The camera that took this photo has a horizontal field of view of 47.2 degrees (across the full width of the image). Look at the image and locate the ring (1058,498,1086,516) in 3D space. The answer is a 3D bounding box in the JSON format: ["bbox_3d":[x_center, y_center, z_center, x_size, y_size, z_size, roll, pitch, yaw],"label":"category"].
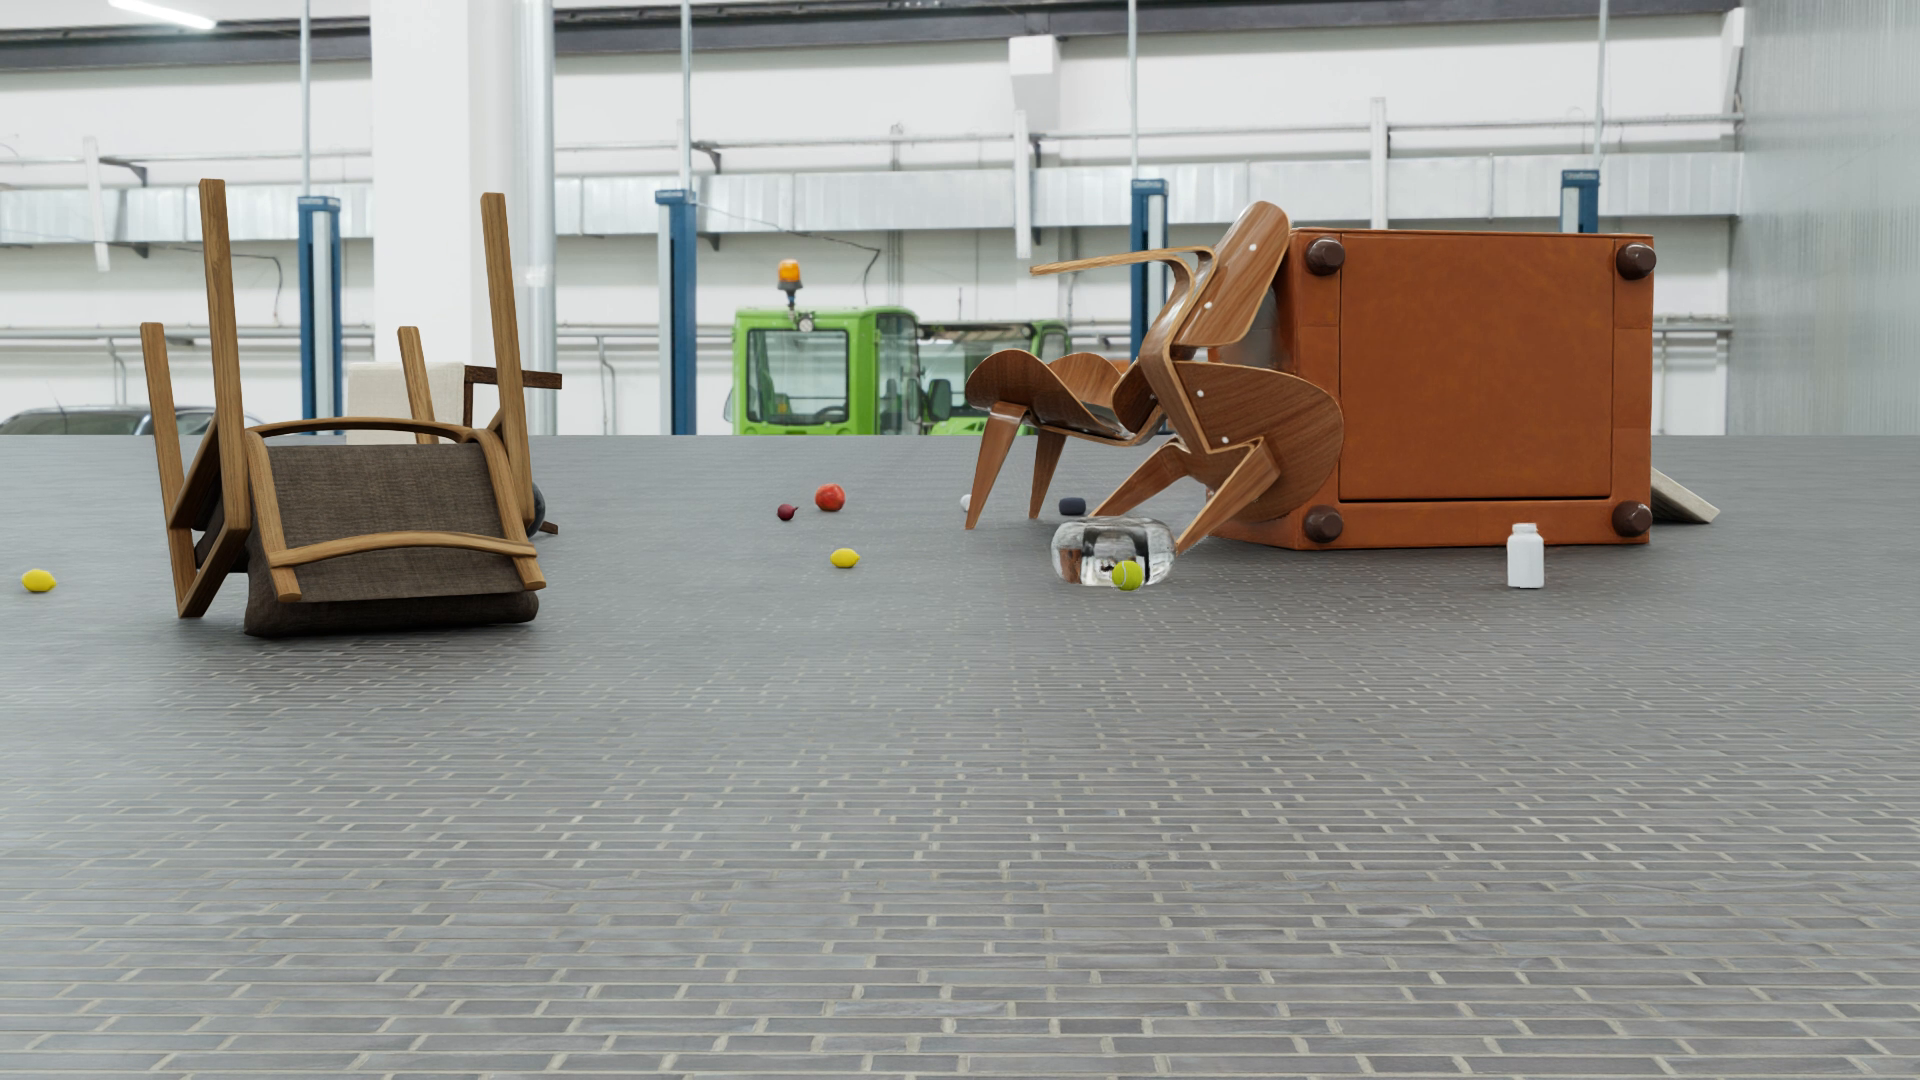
[{"bbox_3d":[0.402,-0.120,7.869,0.098,0.059,0.124,-2,3,-3],"label":"ring"}]

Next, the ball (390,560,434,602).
[{"bbox_3d":[-1.158,0.086,4.639,0.091,0.091,0.091,0,4,0],"label":"ball"}]

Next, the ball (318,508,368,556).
[{"bbox_3d":[-1.653,-0.020,5.889,0.130,0.130,0.130,0,4,0],"label":"ball"}]

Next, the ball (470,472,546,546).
[{"bbox_3d":[-1.299,-0.091,6.326,0.212,0.212,0.212,0,4,0],"label":"ball"}]

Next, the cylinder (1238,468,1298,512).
[{"bbox_3d":[1.138,-0.189,8.138,0.180,0.186,0.122,-1,-40,-11],"label":"cylinder"}]

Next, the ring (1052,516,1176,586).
[{"bbox_3d":[0.357,0.026,5.123,0.280,0.145,0.314,4,7,34],"label":"ring"}]
